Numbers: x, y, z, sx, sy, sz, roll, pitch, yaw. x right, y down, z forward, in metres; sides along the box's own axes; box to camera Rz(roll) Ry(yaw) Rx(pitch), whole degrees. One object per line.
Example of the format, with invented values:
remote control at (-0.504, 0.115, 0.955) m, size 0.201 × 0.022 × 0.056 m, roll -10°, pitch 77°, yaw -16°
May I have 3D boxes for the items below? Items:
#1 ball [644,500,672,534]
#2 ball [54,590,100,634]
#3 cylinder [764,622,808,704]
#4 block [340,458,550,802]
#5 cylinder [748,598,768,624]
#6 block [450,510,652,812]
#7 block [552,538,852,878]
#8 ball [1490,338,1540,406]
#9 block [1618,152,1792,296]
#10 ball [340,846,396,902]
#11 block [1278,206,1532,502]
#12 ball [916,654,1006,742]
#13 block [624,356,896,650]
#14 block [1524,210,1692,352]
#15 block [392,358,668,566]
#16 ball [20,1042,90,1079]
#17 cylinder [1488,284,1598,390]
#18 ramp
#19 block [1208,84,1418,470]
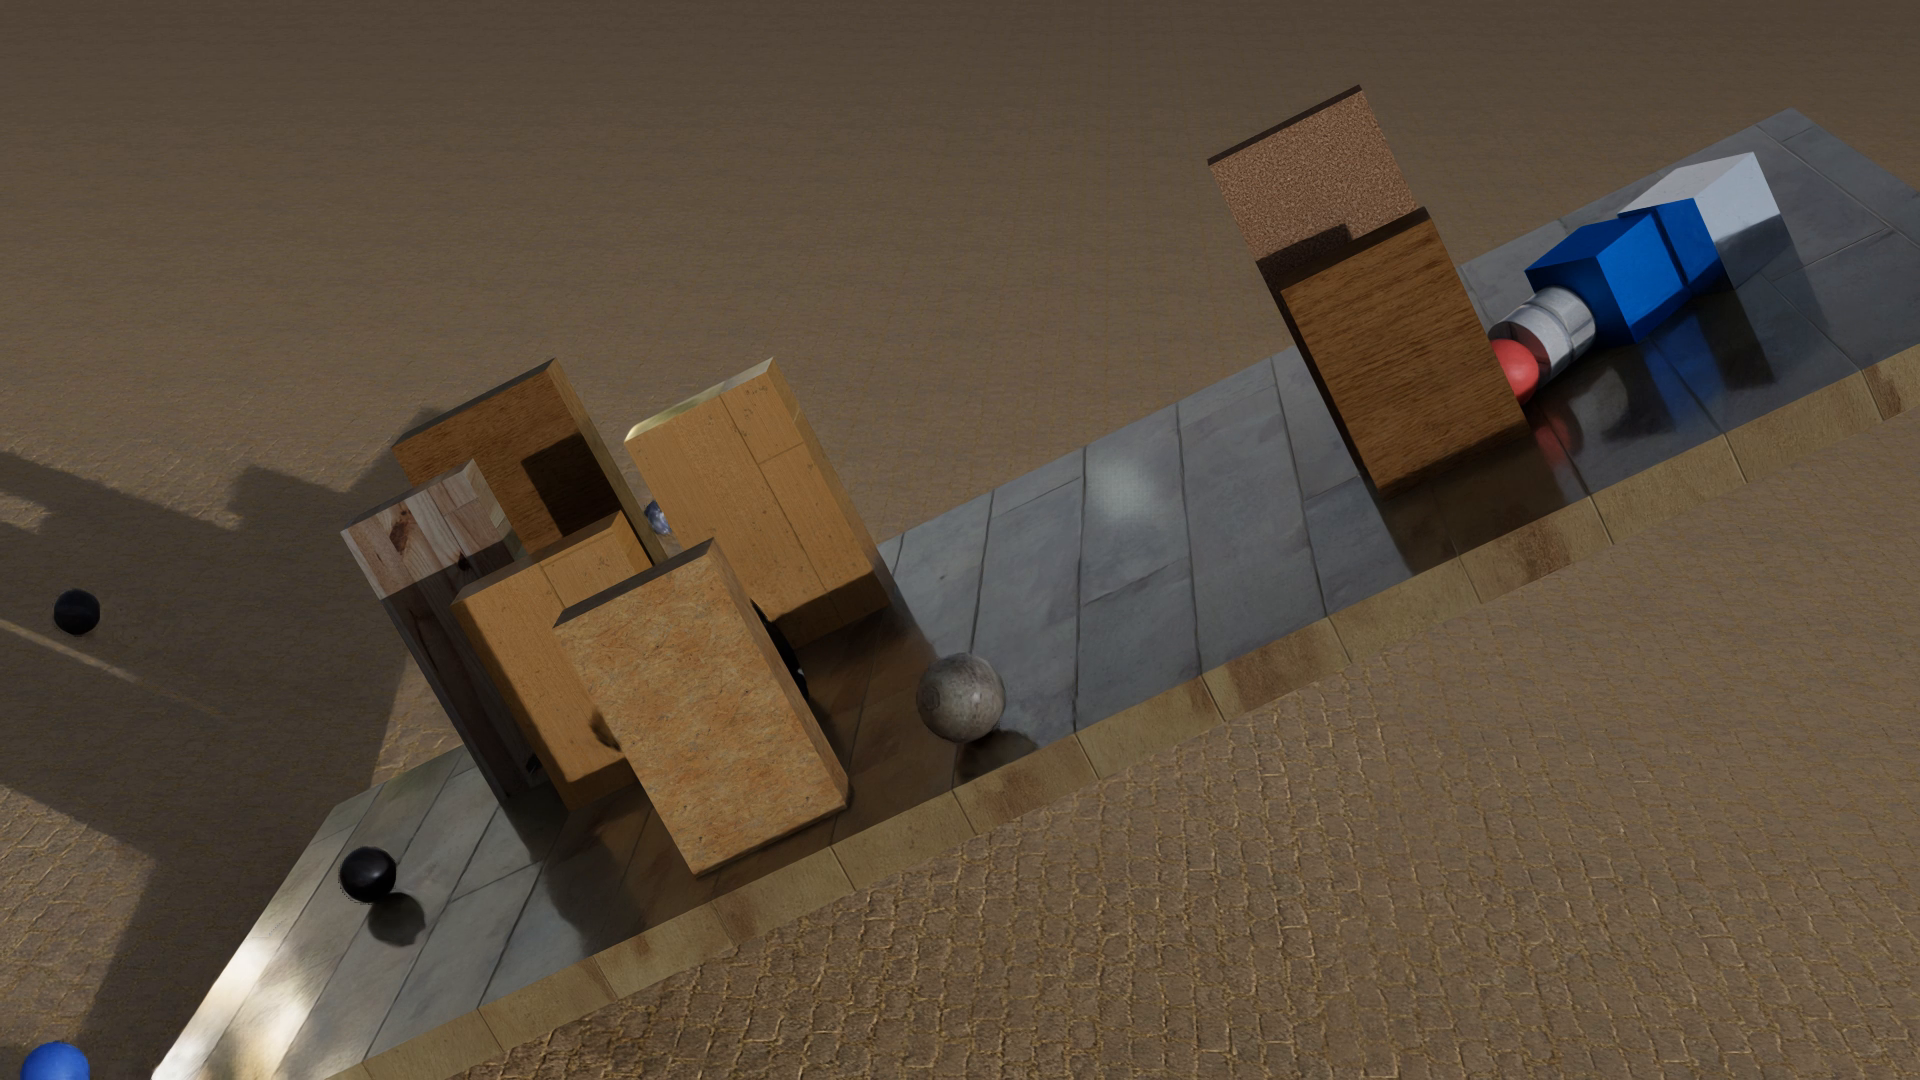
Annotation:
ball at (-1.034, -0.081, 10.199) m, size 0.126 × 0.126 × 0.126 m, roll 0°, pitch 17°, yaw 0°
ball at (-2.750, 0.224, 9.162) m, size 0.142 × 0.142 × 0.142 m, roll 0°, pitch 17°, yaw 0°
cylinder at (-0.458, 0.304, 6.313) m, size 0.196 × 0.196 × 0.196 m, roll -25°, pitch 14°, yaw 11°
block at (-1.085, 0.211, 6.735) m, size 0.323 × 0.729 × 0.109 m, roll -26°, pitch 14°, yaw 10°
cylinder at (-0.526, 0.230, 6.526) m, size 0.164 × 0.164 × 0.164 m, roll -22°, pitch 7°, yaw 25°
block at (-0.794, 0.265, 6.400) m, size 0.398 × 0.529 × 0.136 m, roll -26°, pitch 14°, yaw 10°
block at (-0.480, 0.318, 5.539) m, size 0.327 × 0.557 × 0.111 m, roll -26°, pitch 14°, yaw 10°
ball at (1.062, -0.322, 5.762) m, size 0.144 × 0.144 × 0.144 m, roll 0°, pitch 17°, yaw 0°
block at (1.494, -0.626, 5.899) m, size 0.205 × 0.205 × 0.205 m, roll -36°, pitch 16°, yaw -30°
ball at (-1.313, 0.742, 6.528) m, size 0.123 × 0.123 × 0.123 m, roll 0°, pitch 17°, yaw 0°
block at (0.848, -0.354, 5.620) m, size 0.310 × 0.460 × 0.129 m, roll -26°, pitch 14°, yaw 10°
ball at (0.002, 0.296, 5.509) m, size 0.168 × 0.168 × 0.168 m, roll 0°, pitch 17°, yaw 0°
block at (-0.455, -0.059, 6.757) m, size 0.368 × 0.608 × 0.149 m, roll -26°, pitch 14°, yaw 10°
block at (1.298, -0.513, 5.889) m, size 0.195 × 0.195 × 0.195 m, roll -36°, pitch 16°, yaw -31°
block at (-0.982, 0.011, 7.125) m, size 0.429 × 0.794 × 0.130 m, roll -26°, pitch 14°, yaw 10°
ball at (-1.901, 1.125, 6.179) m, size 0.141 × 0.141 × 0.141 m, roll 0°, pitch 17°, yaw 0°
cylinder at (1.156, -0.403, 5.847) m, size 0.156 × 0.156 × 0.156 m, roll -36°, pitch 35°, yaw -31°
ramp at (0.139, 0.168, 6.281) m, size 4.000 × 0.100 × 2.000 m, roll -26°, pitch 14°, yaw 10°
block at (0.791, -0.516, 5.835) m, size 0.330 × 0.689 × 0.082 m, roll -26°, pitch 14°, yaw 10°
